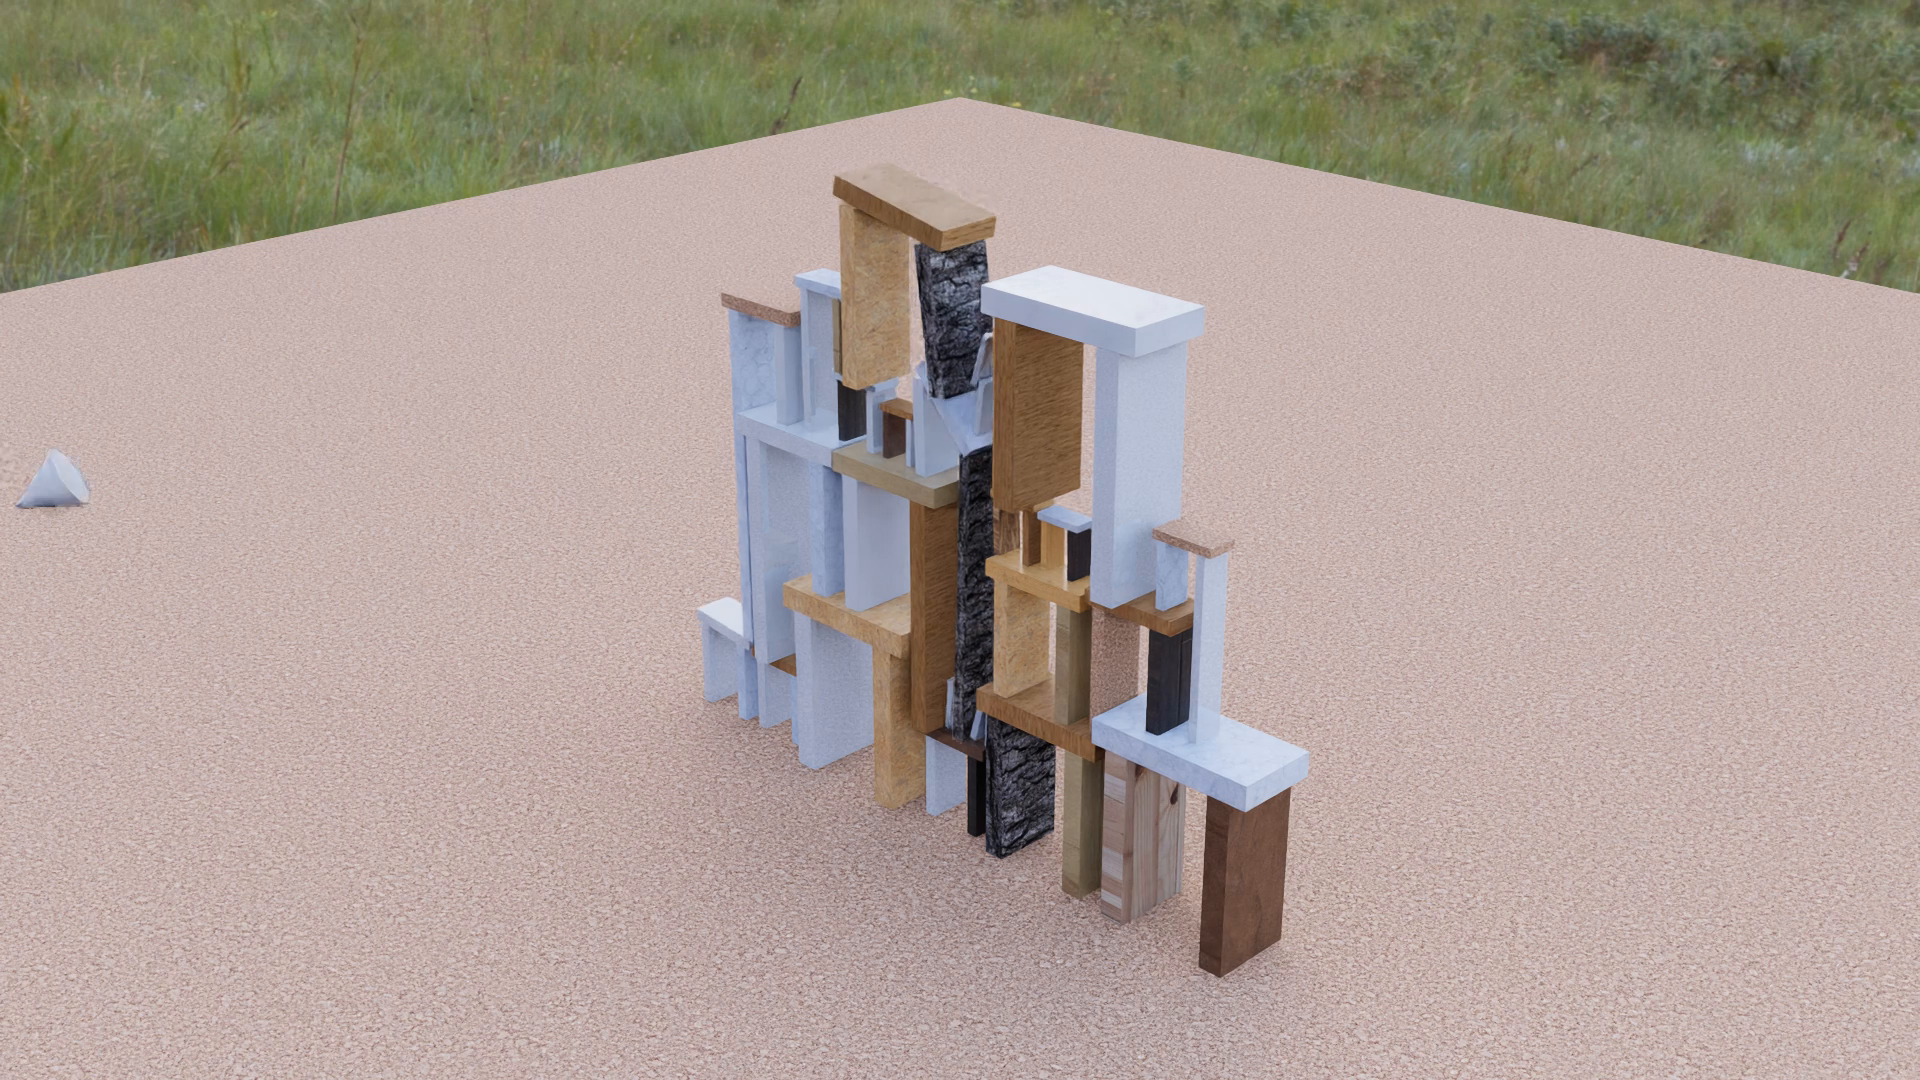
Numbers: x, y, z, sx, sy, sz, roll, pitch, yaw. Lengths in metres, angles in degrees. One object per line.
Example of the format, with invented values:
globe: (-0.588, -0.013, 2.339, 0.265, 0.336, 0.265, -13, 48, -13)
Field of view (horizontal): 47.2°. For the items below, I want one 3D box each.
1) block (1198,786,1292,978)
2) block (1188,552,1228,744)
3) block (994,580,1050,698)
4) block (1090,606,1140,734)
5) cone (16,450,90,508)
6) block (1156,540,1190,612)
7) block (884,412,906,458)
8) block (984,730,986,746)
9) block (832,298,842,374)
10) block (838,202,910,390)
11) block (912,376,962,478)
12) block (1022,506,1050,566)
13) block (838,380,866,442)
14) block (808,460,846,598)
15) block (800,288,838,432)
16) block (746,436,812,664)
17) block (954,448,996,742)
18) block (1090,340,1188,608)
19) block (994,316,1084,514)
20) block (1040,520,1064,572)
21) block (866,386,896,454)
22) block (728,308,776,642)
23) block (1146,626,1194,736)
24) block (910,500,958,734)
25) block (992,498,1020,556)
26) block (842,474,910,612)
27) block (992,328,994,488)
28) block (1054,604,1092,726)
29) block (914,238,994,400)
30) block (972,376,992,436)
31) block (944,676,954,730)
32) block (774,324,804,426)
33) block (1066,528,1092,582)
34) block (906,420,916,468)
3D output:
block: (0.509, 0.587, 3.924, 0.050, 0.353, 0.176, 21, 31, 41)
block: (0.433, 0.184, 3.836, 0.018, 0.360, 0.065, 21, 31, 41)
block: (0.117, 0.170, 4.168, 0.034, 0.237, 0.118, 21, 31, 41)
block: (0.283, 0.227, 4.009, 0.029, 0.257, 0.101, 21, 31, 41)
cone: (-2.490, -0.130, 5.968, 0.171, 0.171, 0.171, -30, 27, -3)
block: (0.372, 0.054, 3.847, 0.065, 0.130, 0.018, -21, 31, -41)
block: (-0.127, -0.210, 4.267, 0.014, 0.095, 0.048, 22, 31, 40)
block: (0.074, 0.348, 4.289, 0.054, 0.108, 0.015, -21, 32, -40)
block: (-0.212, -0.404, 4.270, 0.021, 0.150, 0.075, 21, 31, 41)
block: (-0.160, -0.474, 4.178, 0.040, 0.356, 0.141, 22, 32, 40)
block: (-0.043, -0.226, 4.178, 0.097, 0.194, 0.027, -21, 29, -41)
block: (0.140, -0.011, 4.065, 0.016, 0.111, 0.055, 21, 31, 41)
block: (-0.212, -0.264, 4.345, 0.018, 0.126, 0.063, 21, 31, 41)
block: (-0.235, -0.042, 4.458, 0.041, 0.289, 0.144, 21, 31, 41)
block: (-0.278, -0.365, 4.368, 0.021, 0.294, 0.075, 21, 31, 41)
block: (-0.372, 0.005, 4.625, 0.041, 0.506, 0.144, 21, 31, 41)
block: (0.037, 0.105, 4.233, 0.027, 0.598, 0.097, 23, 32, 40)
block: (0.312, -0.127, 3.837, 0.180, 0.470, 0.051, -21, 31, -40)
block: (0.142, -0.244, 3.972, 0.051, 0.359, 0.180, 21, 31, 41)
block: (0.171, 0.004, 4.044, 0.014, 0.098, 0.049, 21, 30, 41)
block: (-0.153, -0.239, 4.292, 0.018, 0.130, 0.063, 21, 30, 41)
block: (-0.420, -0.139, 4.620, 0.105, 0.739, 0.030, -21, 31, -41)
block: (0.377, 0.238, 3.911, 0.029, 0.202, 0.101, 21, 31, 41)
block: (-0.031, 0.134, 4.308, 0.143, 0.488, 0.040, -21, 31, -40)
block: (0.087, -0.032, 4.113, 0.016, 0.111, 0.055, 20, 30, 41)
block: (-0.165, -0.012, 4.392, 0.040, 0.285, 0.143, 21, 31, 41)
block: (0.084, -0.245, 4.034, 0.053, 0.311, 0.015, -21, 31, -40)
block: (0.229, 0.213, 4.066, 0.034, 0.237, 0.118, 21, 31, 41)
block: (-0.005, -0.414, 4.048, 0.141, 0.283, 0.040, -20, 22, -40)
block: (0.052, -0.250, 4.064, 0.015, 0.105, 0.053, 30, 37, 35)
block: (-0.003, 0.318, 4.359, 0.054, 0.108, 0.015, -20, 34, -39)
block: (-0.322, -0.345, 4.428, 0.030, 0.211, 0.105, 21, 31, 41)
block: (0.217, 0.022, 4.001, 0.014, 0.098, 0.049, 21, 31, 41)
block: (-0.082, -0.192, 4.226, 0.048, 0.095, 0.014, -21, 31, -41)
